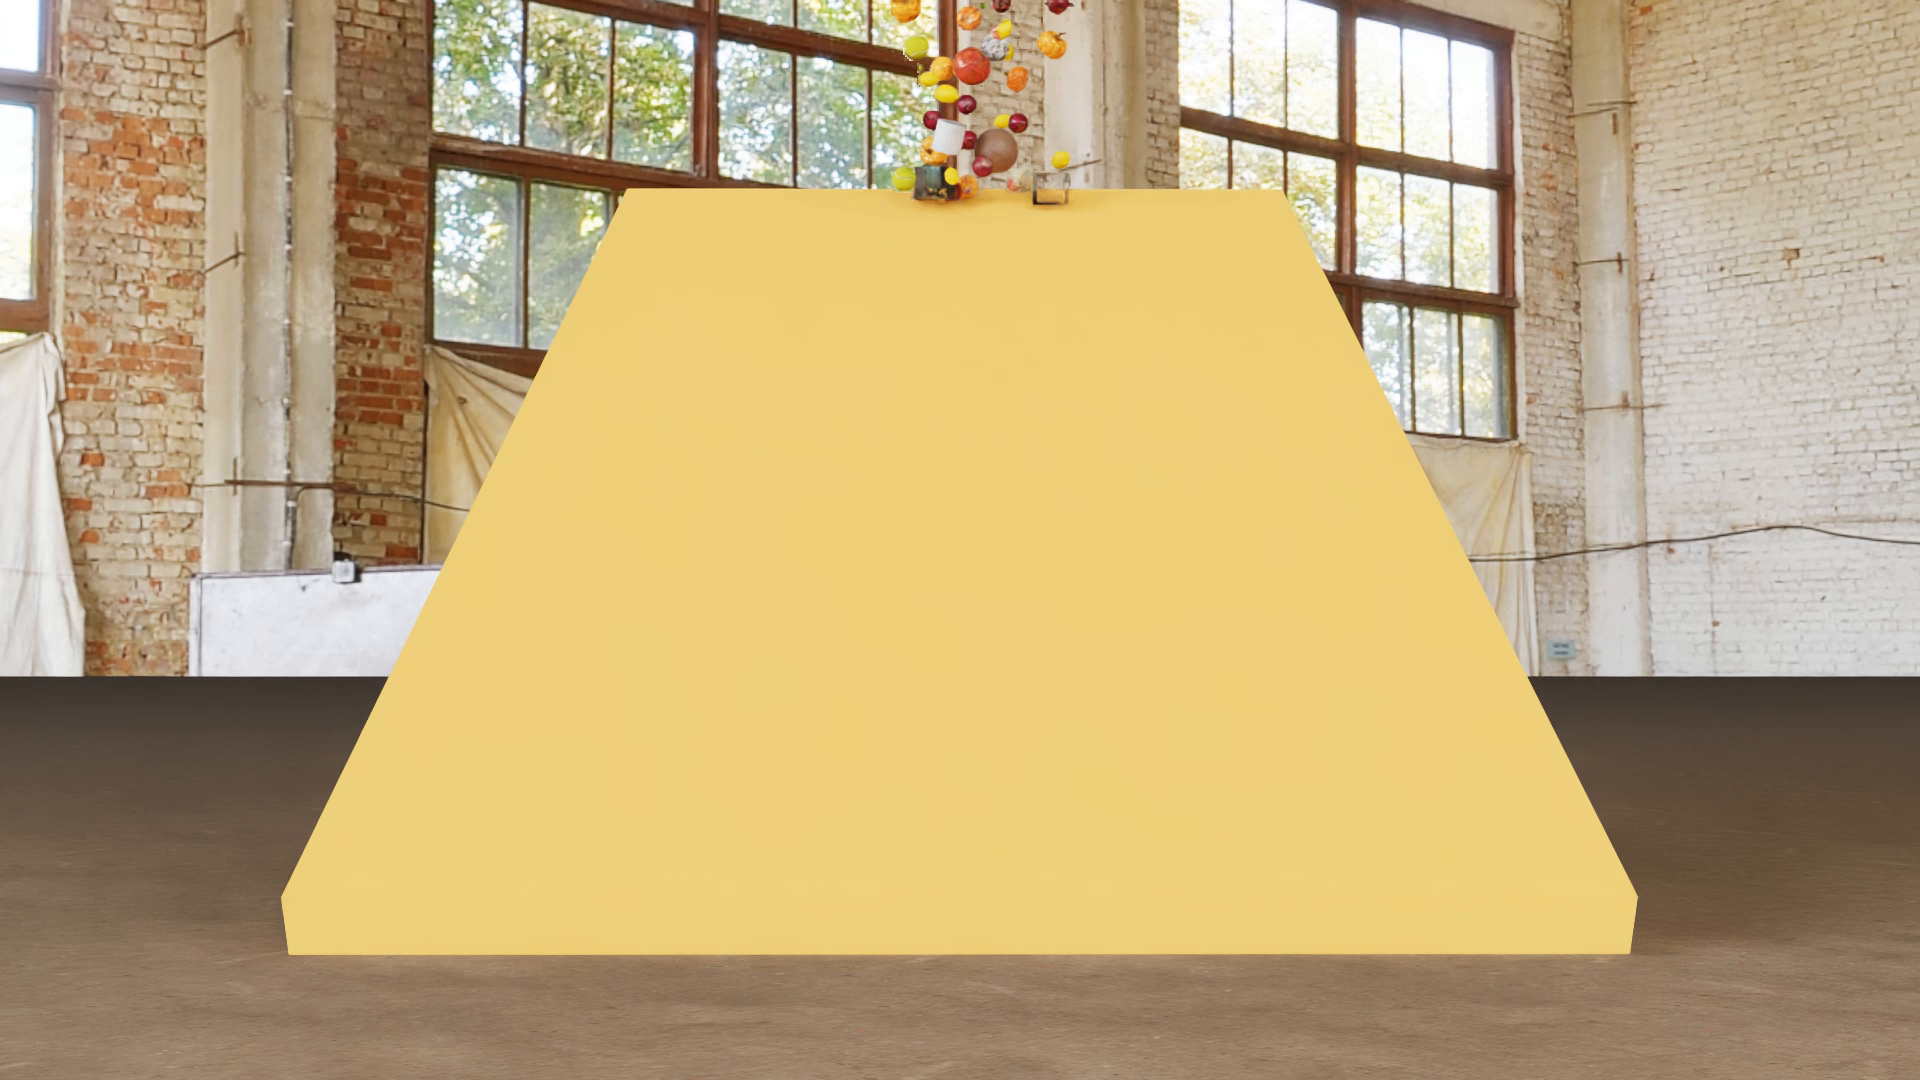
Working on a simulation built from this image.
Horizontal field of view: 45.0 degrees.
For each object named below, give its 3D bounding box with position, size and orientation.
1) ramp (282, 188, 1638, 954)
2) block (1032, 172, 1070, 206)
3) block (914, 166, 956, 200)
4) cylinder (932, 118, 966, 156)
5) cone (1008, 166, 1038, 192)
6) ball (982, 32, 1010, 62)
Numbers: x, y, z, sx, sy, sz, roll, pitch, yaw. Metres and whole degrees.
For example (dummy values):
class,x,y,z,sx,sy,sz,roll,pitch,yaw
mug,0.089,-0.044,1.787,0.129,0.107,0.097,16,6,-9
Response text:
class,x,y,z,sx,sy,sz,roll,pitch,yaw
ramp,-0.008,-0.227,5.273,2.000,0.100,4.000,0,24,0
block,0.271,-1.044,6.881,0.092,0.092,0.092,4,13,14
block,-0.076,-1.059,6.870,0.092,0.092,0.092,-1,7,-24
cylinder,-0.032,-1.151,6.628,0.085,0.085,0.085,13,18,-4
cone,0.173,-1.093,6.931,0.082,0.082,0.082,34,16,31
ball,0.105,-1.460,6.870,0.084,0.084,0.084,0,-3,0
